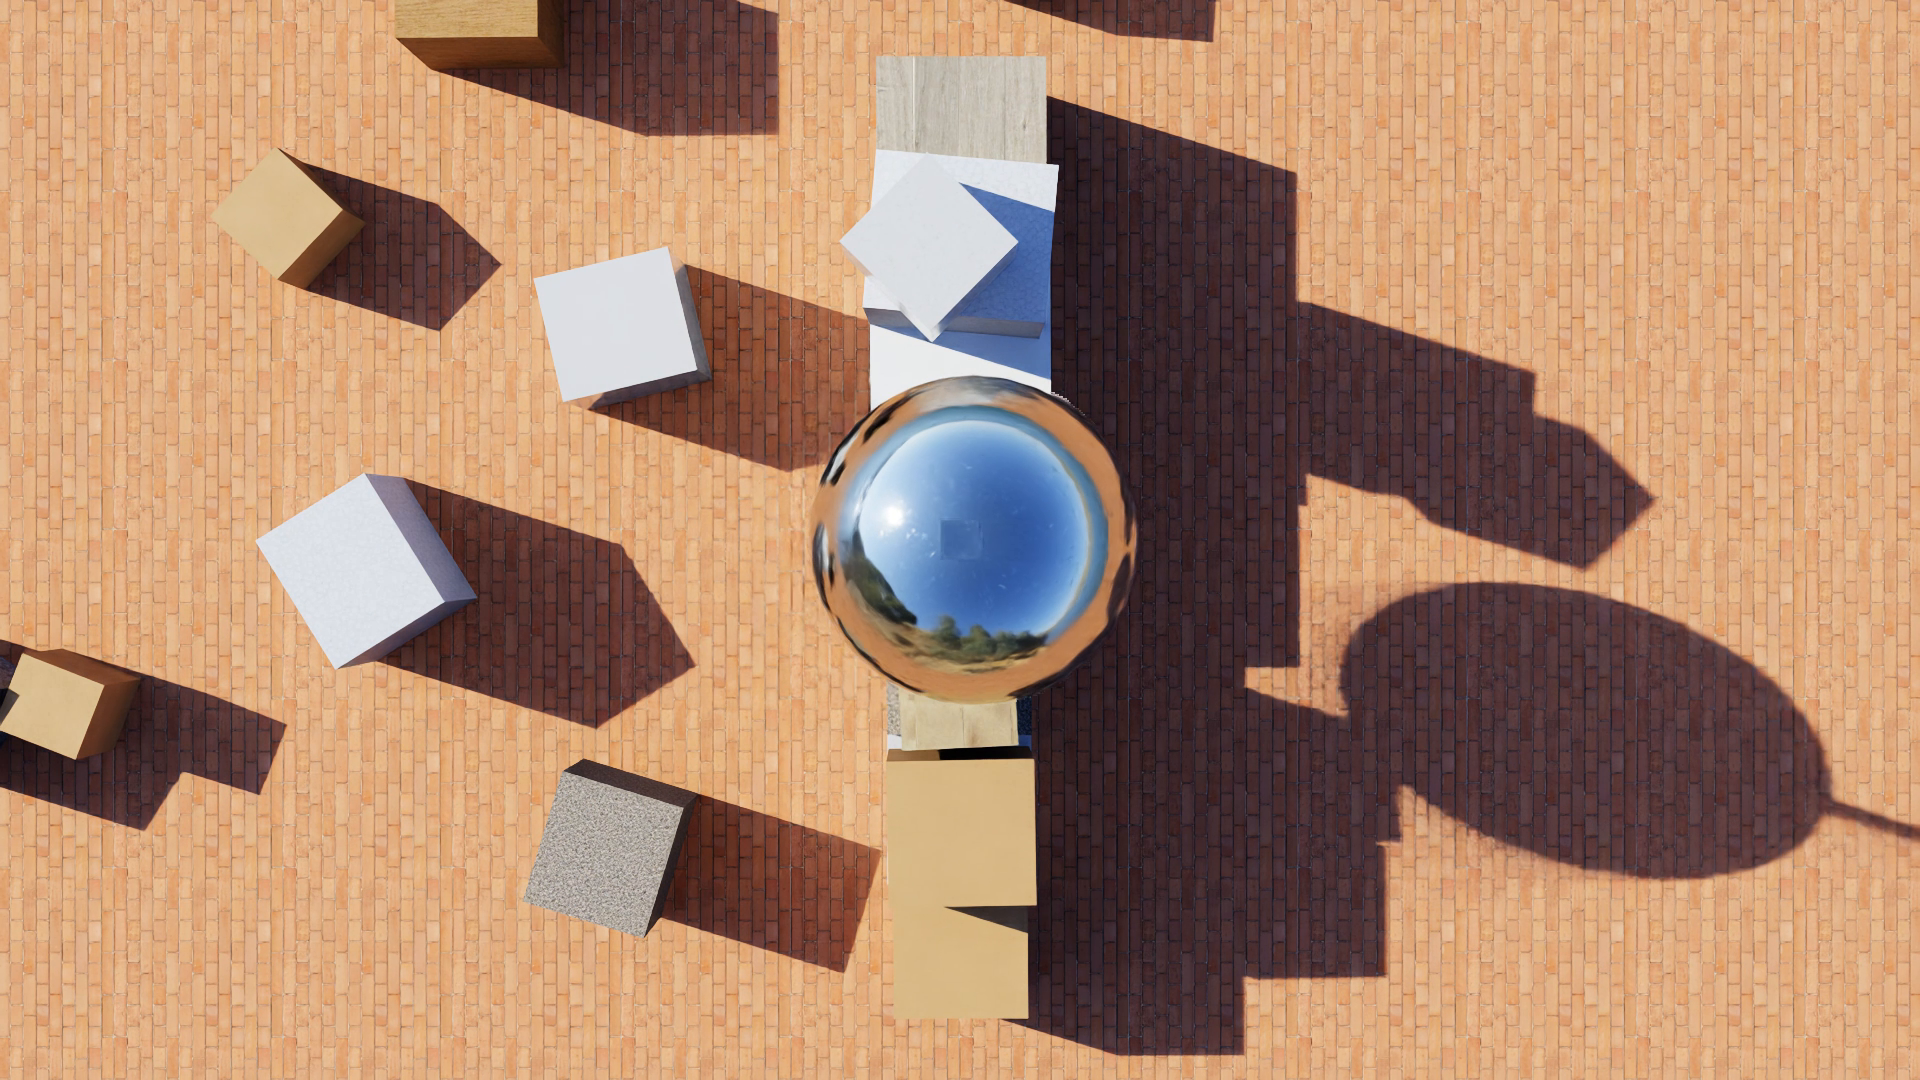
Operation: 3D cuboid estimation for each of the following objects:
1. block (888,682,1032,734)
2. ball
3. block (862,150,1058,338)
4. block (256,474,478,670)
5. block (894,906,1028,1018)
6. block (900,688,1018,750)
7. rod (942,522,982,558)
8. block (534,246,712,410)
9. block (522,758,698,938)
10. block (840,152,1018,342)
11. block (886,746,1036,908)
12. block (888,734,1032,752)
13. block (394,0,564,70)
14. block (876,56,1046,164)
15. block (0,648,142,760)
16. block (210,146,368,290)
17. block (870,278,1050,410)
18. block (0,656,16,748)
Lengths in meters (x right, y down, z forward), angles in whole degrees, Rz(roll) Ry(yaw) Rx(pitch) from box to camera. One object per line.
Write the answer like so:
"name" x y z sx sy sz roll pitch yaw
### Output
"block" -0.003 0.685 12.580 0.799 0.840 0.785 0 90 0
"ball" 0.066 0.000 10.639 1.600 1.600 1.600 0 90 0
"block" 0.003 -1.534 11.545 0.925 0.883 0.800 5 90 0
"block" -3.374 0.173 12.579 0.709 0.842 0.840 -32 90 0
"block" 0.004 2.290 12.576 0.744 0.848 0.710 0 90 0
"block" -0.014 0.768 11.832 0.609 0.656 0.641 -3 90 0
"rod" 0.029 0.000 7.239 0.080 5.200 0.080 0 90 1
"block" -1.917 -1.200 12.614 0.766 0.771 0.705 -14 90 0
"block" -1.996 1.760 12.647 0.708 0.707 0.764 17 90 0
"block" -0.149 -1.426 10.802 0.611 0.603 0.598 45 90 0
"block" 0.003 1.546 11.941 0.782 0.651 0.772 -1 91 -1
"block" -0.004 1.505 12.633 0.802 0.734 0.837 0 90 0
"block" -2.737 -3.144 12.587 0.790 0.826 0.719 -1 90 0
"block" 0.007 -2.145 12.506 0.929 0.989 0.993 0 90 0
"block" -5.154 0.941 12.719 0.499 0.562 0.450 21 90 0
"block" -3.881 -1.856 12.741 0.526 0.519 0.545 43 90 0
"block" 0.002 -1.163 12.493 0.984 1.013 0.965 0 90 0
"block" -5.888 0.956 12.683 0.660 0.633 0.688 33 90 0
